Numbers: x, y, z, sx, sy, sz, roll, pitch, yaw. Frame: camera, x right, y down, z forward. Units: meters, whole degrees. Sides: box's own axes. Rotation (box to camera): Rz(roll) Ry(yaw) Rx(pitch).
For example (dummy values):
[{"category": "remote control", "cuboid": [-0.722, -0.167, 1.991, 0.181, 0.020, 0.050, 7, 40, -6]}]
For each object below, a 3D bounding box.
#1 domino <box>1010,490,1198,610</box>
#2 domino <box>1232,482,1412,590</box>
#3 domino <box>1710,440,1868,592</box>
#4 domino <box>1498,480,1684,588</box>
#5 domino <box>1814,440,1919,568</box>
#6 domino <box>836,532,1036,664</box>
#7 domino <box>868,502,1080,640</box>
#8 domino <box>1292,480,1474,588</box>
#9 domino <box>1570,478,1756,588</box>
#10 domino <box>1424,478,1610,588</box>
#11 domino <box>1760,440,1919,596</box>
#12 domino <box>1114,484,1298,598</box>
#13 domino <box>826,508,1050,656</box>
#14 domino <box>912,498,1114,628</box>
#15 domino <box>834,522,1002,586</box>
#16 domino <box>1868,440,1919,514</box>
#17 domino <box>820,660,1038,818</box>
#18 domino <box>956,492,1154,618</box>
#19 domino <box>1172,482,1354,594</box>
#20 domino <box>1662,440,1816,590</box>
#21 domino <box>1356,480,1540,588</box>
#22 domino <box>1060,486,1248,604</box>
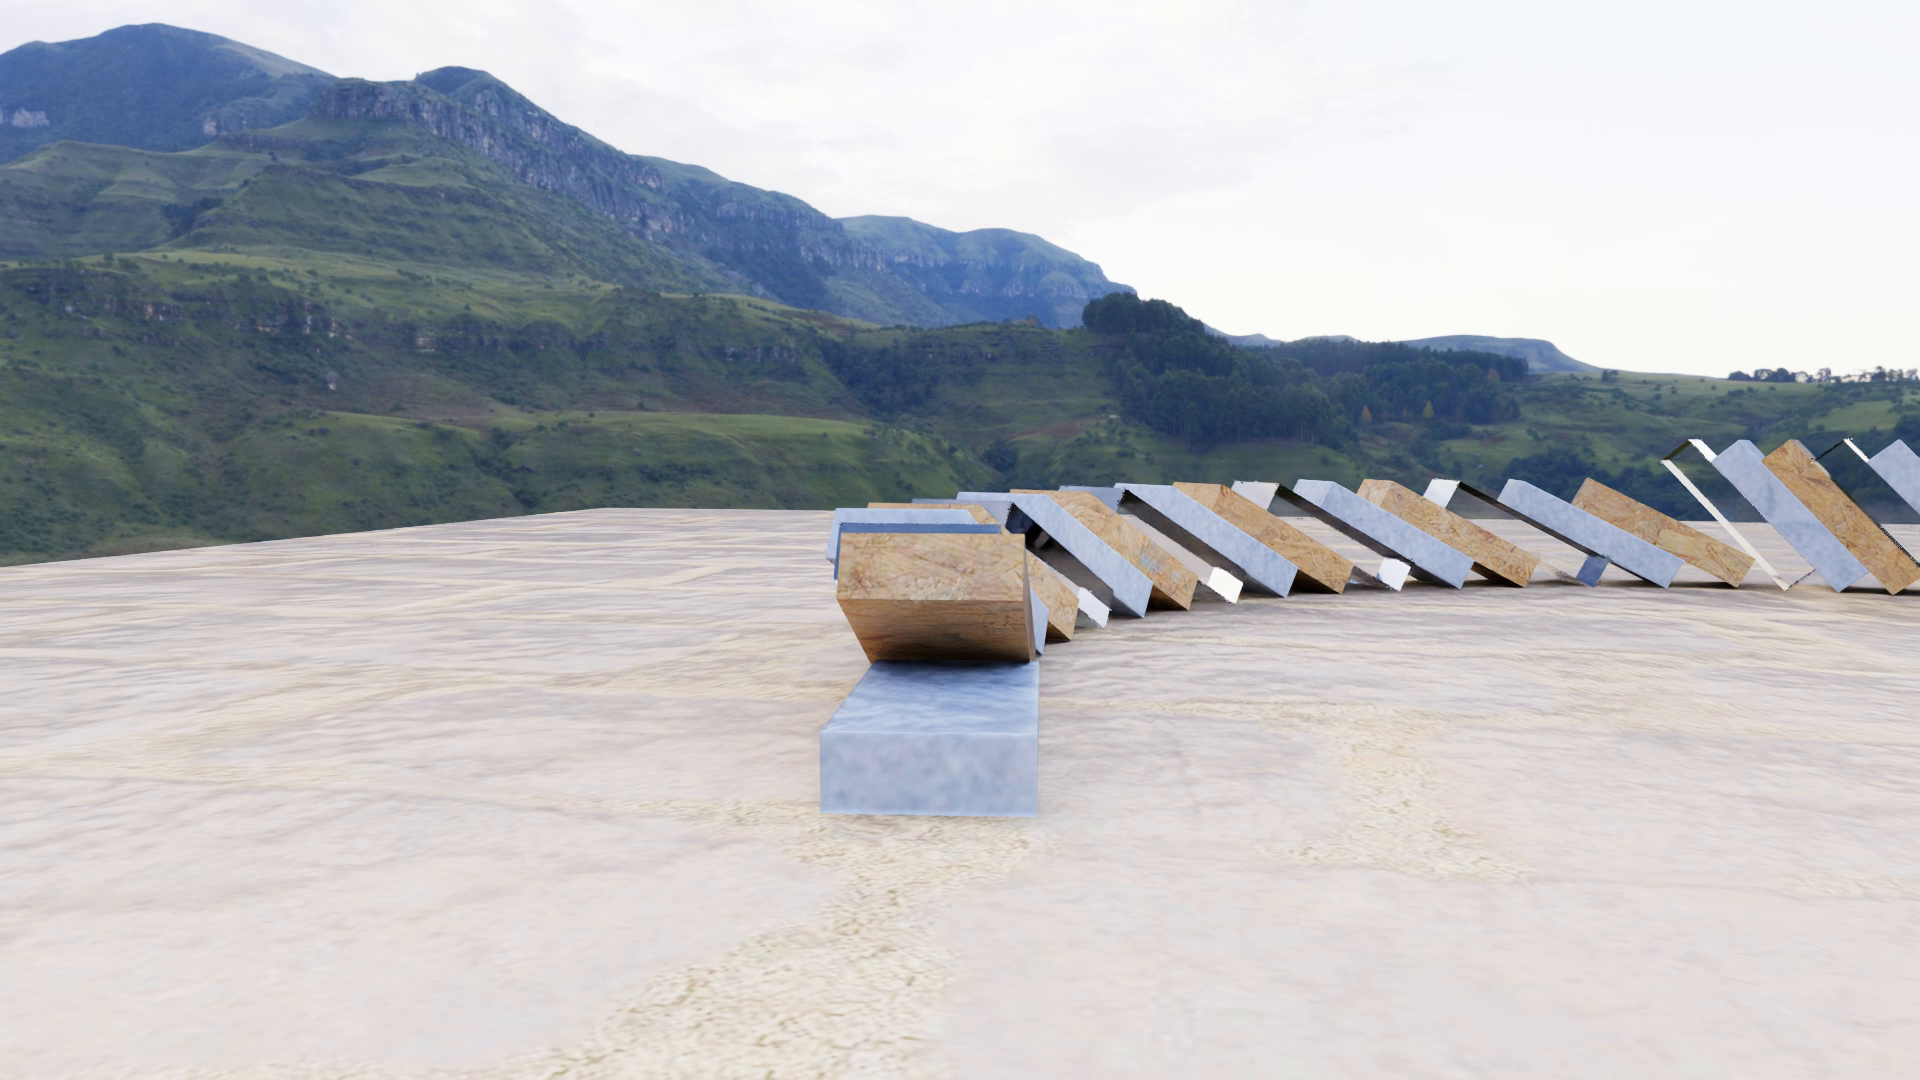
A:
[{"category": "domino", "cuboid": [0.035, 0.003, 0.322, 0.025, 0.010, 0.050, 4, -21, 45]}, {"category": "domino", "cuboid": [0.104, -0.001, 0.376, 0.050, 0.010, 0.025, 27, -4, -17]}, {"category": "domino", "cuboid": [0.248, -0.008, 0.383, 0.025, 0.050, 0.009, -6, -34, -53]}, {"category": "domino", "cuboid": [0.192, -0.003, 0.393, 0.050, 0.010, 0.025, 29, 10, 10]}, {"category": "domino", "cuboid": [0.269, -0.007, 0.368, 0.025, 0.050, 0.009, -6, -34, -53]}, {"category": "domino", "cuboid": [-0.002, 0.013, 0.195, 0.025, 0.010, 0.050, 0, -22, 5]}, {"category": "domino", "cuboid": [0.003, 0.007, 0.264, 0.025, 0.010, 0.050, 2, -22, 30]}, {"category": "domino", "cuboid": [0.125, -0.002, 0.385, 0.050, 0.010, 0.025, 27, 0, -9]}, {"category": "domino", "cuboid": [0.214, -0.003, 0.392, 0.050, 0.010, 0.025, 31, 14, 20]}, {"category": "domino", "cuboid": [0.168, -0.003, 0.392, 0.050, 0.010, 0.025, 28, 5, 0]}, {"category": "domino", "cuboid": [0.259, -0.008, 0.376, 0.025, 0.050, 0.010, -5, -35, -52]}, {"category": "domino", "cuboid": [0.067, 0.000, 0.354, 0.050, 0.010, 0.025, 29, -10, -27]}, {"category": "domino", "cuboid": [-0.003, 0.009, 0.242, 0.025, 0.010, 0.050, 1, -23, 22]}, {"category": "domino", "cuboid": [0.012, 0.006, 0.285, 0.025, 0.010, 0.050, 3, -21, 34]}, {"category": "domino", "cuboid": [-0.003, 0.011, 0.218, 0.025, 0.010, 0.050, 1, -21, 10]}, {"category": "domino", "cuboid": [0.278, -0.006, 0.359, 0.025, 0.050, 0.009, -6, -34, -53]}, {"category": "domino", "cuboid": [-0.002, 0.025, 0.172, 0.025, 0.009, 0.050, 0, 4, 4]}, {"category": "domino", "cuboid": [0.022, 0.004, 0.305, 0.025, 0.010, 0.050, 3, -22, 40]}, {"category": "domino", "cuboid": [0.085, -0.001, 0.367, 0.050, 0.009, 0.025, 28, -7, -22]}, {"category": "domino", "cuboid": [0.236, -0.008, 0.388, 0.025, 0.050, 0.010, -6, -34, -53]}, {"category": "domino", "cuboid": [0.147, -0.002, 0.390, 0.050, 0.010, 0.025, 27, 3, -3]}, {"category": "domino", "cuboid": [0.050, 0.001, 0.340, 0.050, 0.010, 0.025, 30, -14, -33]}]
